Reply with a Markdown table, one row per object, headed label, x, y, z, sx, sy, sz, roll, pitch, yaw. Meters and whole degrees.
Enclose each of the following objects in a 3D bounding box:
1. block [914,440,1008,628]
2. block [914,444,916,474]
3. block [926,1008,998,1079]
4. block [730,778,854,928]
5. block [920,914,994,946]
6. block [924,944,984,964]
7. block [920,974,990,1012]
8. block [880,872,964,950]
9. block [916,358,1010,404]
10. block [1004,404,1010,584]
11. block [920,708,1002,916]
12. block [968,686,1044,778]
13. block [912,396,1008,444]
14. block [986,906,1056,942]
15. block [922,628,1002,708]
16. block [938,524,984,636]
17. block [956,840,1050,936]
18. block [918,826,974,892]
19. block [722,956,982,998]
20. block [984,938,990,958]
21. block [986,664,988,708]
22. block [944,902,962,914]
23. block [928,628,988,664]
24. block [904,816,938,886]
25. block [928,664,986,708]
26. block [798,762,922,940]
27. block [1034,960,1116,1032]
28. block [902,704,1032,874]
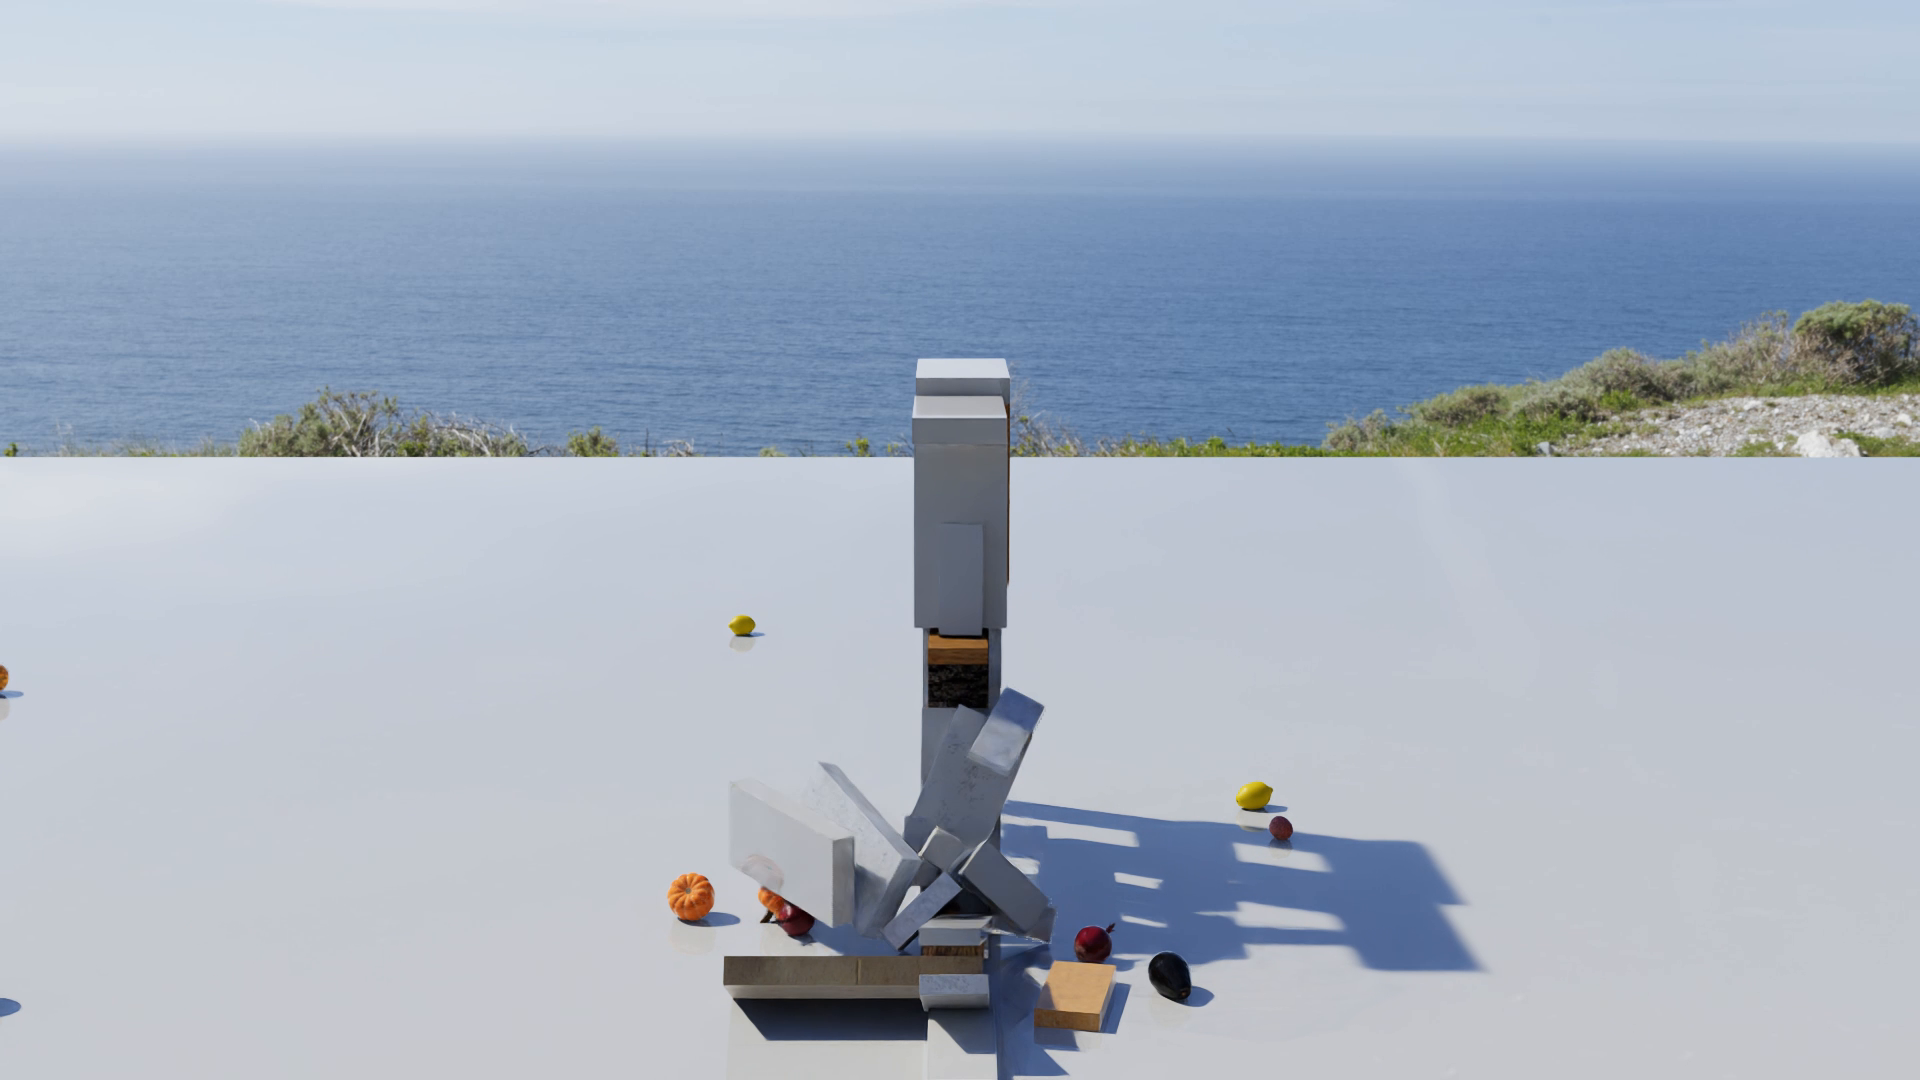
| label | x | y | z | sx | sy | sz | roll | pitch | yaw |
| --- | --- | --- | --- | --- | --- | --- | --- | --- | --- |
| block | 0.002 | -0.011 | 3.598 | 0.151 | 0.312 | 0.043 | 0 | -4 | 1 |
| block | -0.003 | -0.049 | 3.774 | 0.151 | 0.301 | 0.043 | 0 | 10 | 0 |
| block | 0.003 | 0.713 | 2.937 | 0.094 | 0.027 | 0.382 | 0 | 11 | 0 |
| block | -0.267 | 0.489 | 3.462 | 0.041 | 0.144 | 0.288 | -11 | 20 | -37 |
| block | -0.003 | 0.560 | 3.160 | 0.085 | 0.024 | 0.171 | 0 | -3 | 8 |
| block | -0.010 | 0.610 | 3.208 | 0.085 | 0.024 | 0.171 | 0 | -19 | 0 |
| block | -0.006 | 0.634 | 3.073 | 0.094 | 0.027 | 0.187 | 0 | -19 | 1 |
| block | -0.055 | 0.558 | 3.303 | 0.127 | 0.036 | 0.254 | -42 | -8 | -7 |
| block | 0.004 | -0.286 | 3.945 | 0.162 | 0.046 | 0.324 | 0 | 10 | 0 |
| block | 0.006 | -0.084 | 3.872 | 0.162 | 0.324 | 0.046 | 0 | 10 | -1 |
| block | 0.002 | 0.436 | 3.496 | 0.127 | 0.335 | 0.036 | 0 | -10 | 0 |
| block | 0.073 | 0.300 | 3.446 | 0.070 | 0.020 | 0.139 | 27 | 53 | 6 |
| block | -0.002 | -0.200 | 3.643 | 0.151 | 0.043 | 0.301 | 0 | 11 | 0 |
| block | 0.094 | 0.589 | 3.434 | 0.106 | 0.053 | 0.015 | 16 | -14 | -13 |
| block | 0.004 | 0.251 | 3.940 | 0.140 | 0.280 | 0.040 | 0 | 10 | 0 |
| block | 0.002 | 0.065 | 3.555 | 0.070 | 0.180 | 0.020 | 0 | -8 | 2 |
| block | 0.067 | 0.537 | 3.394 | 0.070 | 0.140 | 0.020 | -50 | 8 | -31 |
| block | -0.007 | 0.494 | 3.403 | 0.106 | 0.053 | 0.015 | 37 | -16 | -14 |
| block | -0.151 | 0.630 | 3.164 | 0.364 | 0.041 | 0.144 | 0 | -19 | 0 |
| block | 0.001 | 0.610 | 3.300 | 0.085 | 0.024 | 0.171 | 0 | -15 | 0 |
| block | 0.002 | 0.234 | 3.737 | 0.094 | 0.187 | 0.027 | 0 | 15 | 0 |
| block | -0.024 | 0.583 | 3.381 | 0.050 | 0.014 | 0.100 | -43 | -5 | 2 |
| block | -0.003 | 0.167 | 3.561 | 0.094 | 0.027 | 0.188 | 0 | 10 | 0 |
| block | -0.062 | 0.484 | 3.418 | 0.053 | 0.106 | 0.015 | 1 | -10 | -1 |
| block | -0.004 | 0.278 | 3.557 | 0.094 | 0.188 | 0.027 | 0 | 17 | 1 |
| block | -0.175 | 0.487 | 3.471 | 0.041 | 0.144 | 0.288 | 15 | 17 | -39 |
| block | 0.169 | 0.663 | 3.204 | 0.094 | 0.027 | 0.187 | 2 | 11 | 11 |
| block | 0.007 | 0.401 | 3.462 | 0.127 | 0.254 | 0.036 | 23 | -10 | 3 |
